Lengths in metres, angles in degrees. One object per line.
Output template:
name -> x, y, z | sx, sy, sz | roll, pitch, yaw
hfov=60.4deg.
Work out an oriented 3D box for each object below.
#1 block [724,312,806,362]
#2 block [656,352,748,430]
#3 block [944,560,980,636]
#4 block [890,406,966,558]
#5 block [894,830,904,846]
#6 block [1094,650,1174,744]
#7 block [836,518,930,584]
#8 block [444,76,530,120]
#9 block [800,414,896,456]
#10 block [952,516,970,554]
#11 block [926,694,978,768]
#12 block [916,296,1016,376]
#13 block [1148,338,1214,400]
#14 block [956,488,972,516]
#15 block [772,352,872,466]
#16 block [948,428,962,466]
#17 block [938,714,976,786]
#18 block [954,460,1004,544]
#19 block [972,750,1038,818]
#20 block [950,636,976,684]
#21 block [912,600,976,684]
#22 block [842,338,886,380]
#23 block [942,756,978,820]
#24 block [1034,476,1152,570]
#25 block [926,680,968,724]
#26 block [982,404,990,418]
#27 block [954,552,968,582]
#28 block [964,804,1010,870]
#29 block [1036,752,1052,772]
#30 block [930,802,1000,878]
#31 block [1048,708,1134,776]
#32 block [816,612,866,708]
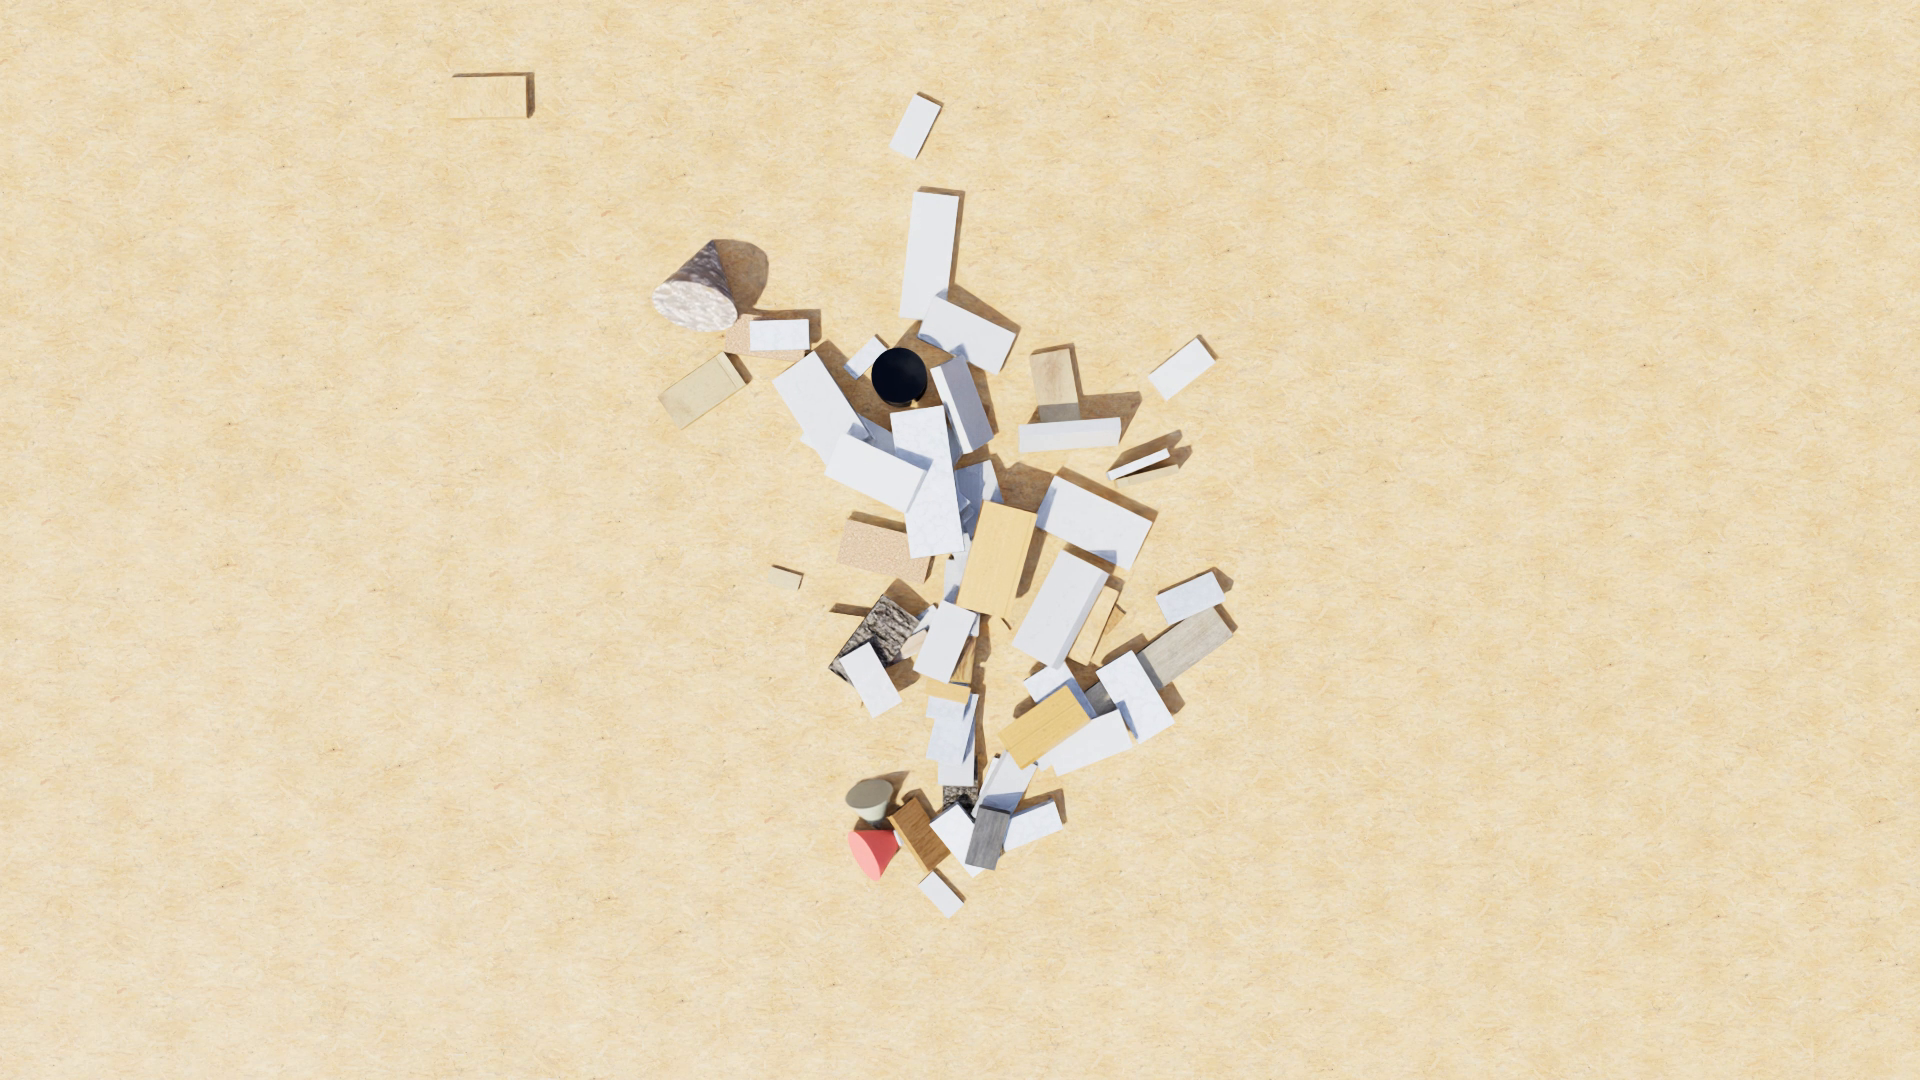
block -> -0.642, -0.672, 5.481 | 0.266, 0.038, 0.133 | 8, 90, 0
block -> -0.857, -0.495, 5.481 | 0.266, 0.038, 0.133 | -35, 90, 0
block -> 0.006, 0.191, 5.447 | 0.123, 0.035, 0.246 | 4, 73, 0
block -> -0.104, -0.186, 5.334 | 0.174, 0.049, 0.474 | -8, 88, 3
block -> -0.166, 0.965, 5.461 | 0.108, 0.015, 0.054 | -23, 86, -35
block -> 0.577, 0.517, 5.441 | 0.139, 0.039, 0.278 | -31, 90, 0
block -> -0.248, 0.039, 5.479 | 0.300, 0.042, 0.150 | 14, 90, 0
block -> -1.571, -1.467, 5.481 | 0.266, 0.038, 0.133 | -1, 90, 0
block -> -0.337, -0.316, 5.433 | 0.348, 0.049, 0.174 | 30, 90, 14
block -> -0.001, -0.044, 5.462 | 0.087, 0.025, 0.175 | -11, 74, -2
block -> -0.025, 0.615, 5.437 | 0.121, 0.034, 0.241 | 13, 72, 4
block -> 0.018, -0.674, 5.452 | 0.296, 0.042, 0.148 | 24, 90, -11
block -> 0.735, -0.566, 5.485 | 0.206, 0.029, 0.103 | -38, 90, 0
block -> -0.111, -0.163, 5.408 | 0.284, 0.040, 0.142 | 43, 93, 15
block -> -0.453, -0.429, 5.422 | 0.174, 0.049, 0.348 | -35, 77, 6
block -> -0.105, -0.245, 5.460 | 0.142, 0.040, 0.284 | 33, 91, 16
block -> -0.012, 0.695, 5.456 | 0.117, 0.033, 0.234 | 2, 76, 0
block -> 0.074, -0.109, 5.441 | 0.142, 0.040, 0.284 | -17, 74, 0
block -> 0.146, 0.828, 5.460 | 0.121, 0.034, 0.241 | 28, 89, -23
block -> -0.011, 0.343, 5.435 | 0.123, 0.035, 0.246 | 7, 71, 0
block -> -0.050, 0.332, 5.372 | 0.123, 0.035, 0.246 | 22, 84, 2
block -> -0.316, -0.605, 5.491 | 0.146, 0.018, 0.063 | -44, 90, 0
block -> 0.000, 0.837, 5.483 | 0.117, 0.033, 0.234 | -1, 90, 0
block -> 0.437, -0.056, 5.475 | 0.357, 0.051, 0.179 | 26, 90, 0
block -> -0.032, 0.475, 5.446 | 0.121, 0.034, 0.241 | 10, 72, 1
block -> 0.033, -0.433, 5.491 | 0.125, 0.018, 0.063 | 16, 90, 0
block -> 0.026, 0.057, 5.456 | 0.087, 0.025, 0.175 | -14, 70, -3
block -> 0.089, 0.977, 5.416 | 0.103, 0.029, 0.207 | 13, 105, -3
block -> 0.308, 0.701, 5.490 | 0.142, 0.020, 0.071 | -37, 90, 0
block -> 0.017, 0.990, 5.457 | 0.117, 0.033, 0.234 | -37, 99, 7
block -> 0.417, 0.662, 5.399 | 0.266, 0.038, 0.133 | -21, 90, 0
block -> -0.383, 0.399, 5.479 | 0.152, 0.043, 0.303 | 8, 90, 0
